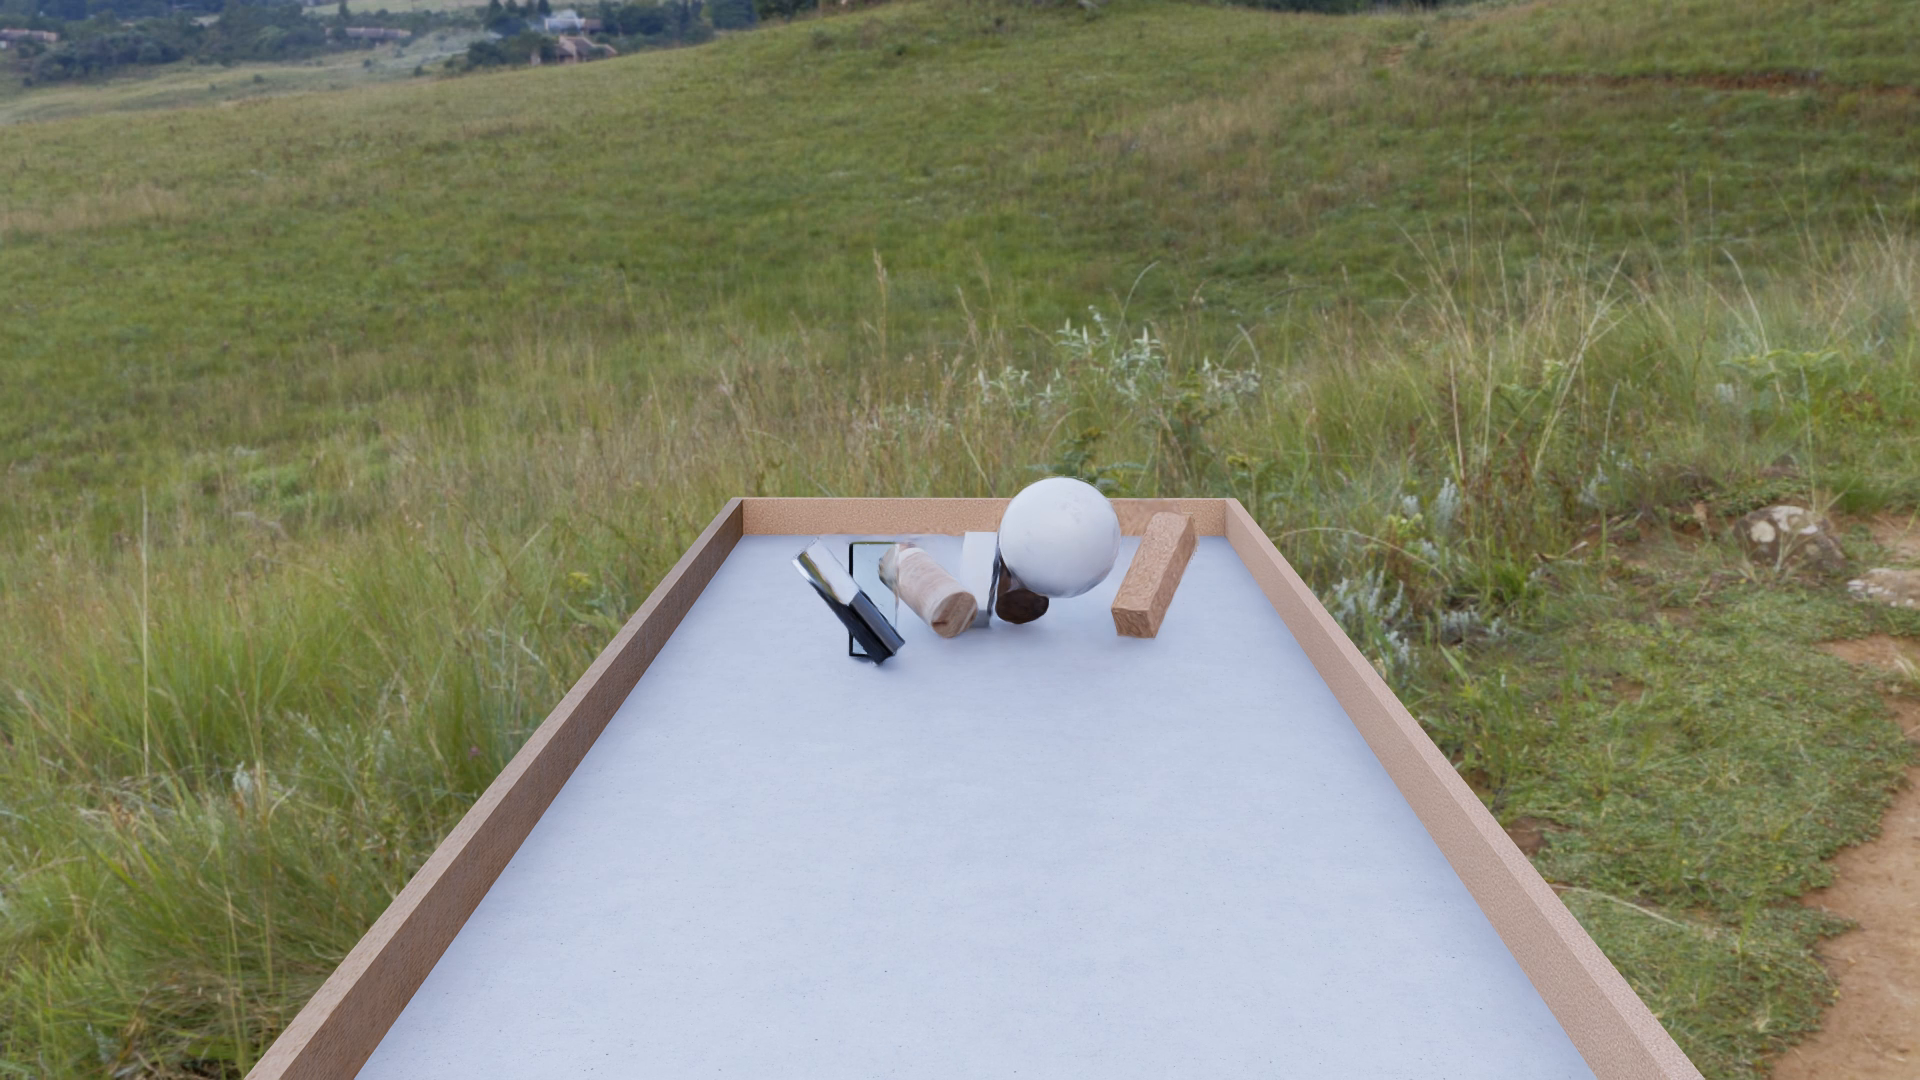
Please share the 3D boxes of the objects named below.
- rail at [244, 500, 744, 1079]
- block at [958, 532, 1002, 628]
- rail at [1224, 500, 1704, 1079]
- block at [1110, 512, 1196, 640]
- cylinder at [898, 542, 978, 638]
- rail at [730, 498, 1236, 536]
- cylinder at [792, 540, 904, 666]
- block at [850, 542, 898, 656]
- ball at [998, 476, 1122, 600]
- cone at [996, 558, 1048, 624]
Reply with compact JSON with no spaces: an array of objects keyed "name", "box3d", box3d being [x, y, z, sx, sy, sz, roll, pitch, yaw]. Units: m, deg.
[{"name":"rail","box3d":[-1.004,0.839,3.234,0.050,0.150,12.000,0,9,1]},{"name":"block","box3d":[0.059,0.130,7.224,0.108,0.108,0.319,1,51,10]},{"name":"rail","box3d":[1.046,0.843,3.208,0.050,0.150,12.000,0,9,1]},{"name":"block","box3d":[0.632,0.112,7.144,0.125,0.125,0.457,5,45,25]},{"name":"cylinder","box3d":[-0.104,0.158,7.079,0.167,0.167,0.340,-6,31,-34]},{"name":"rail","box3d":[0.099,-0.098,9.147,2.100,0.150,0.050,0,9,1]},{"name":"cylinder","box3d":[-0.335,0.187,6.619,0.110,0.404,0.110,-39,1,1]},{"name":"block","box3d":[-0.263,0.180,6.740,0.138,0.341,0.138,0,3,2]},{"name":"ball","box3d":[0.322,-0.006,7.070,0.393,0.393,0.393,0,9,0]},{"name":"cone","box3d":[0.180,0.062,7.336,0.177,0.177,0.415,-1,48,-8]}]
